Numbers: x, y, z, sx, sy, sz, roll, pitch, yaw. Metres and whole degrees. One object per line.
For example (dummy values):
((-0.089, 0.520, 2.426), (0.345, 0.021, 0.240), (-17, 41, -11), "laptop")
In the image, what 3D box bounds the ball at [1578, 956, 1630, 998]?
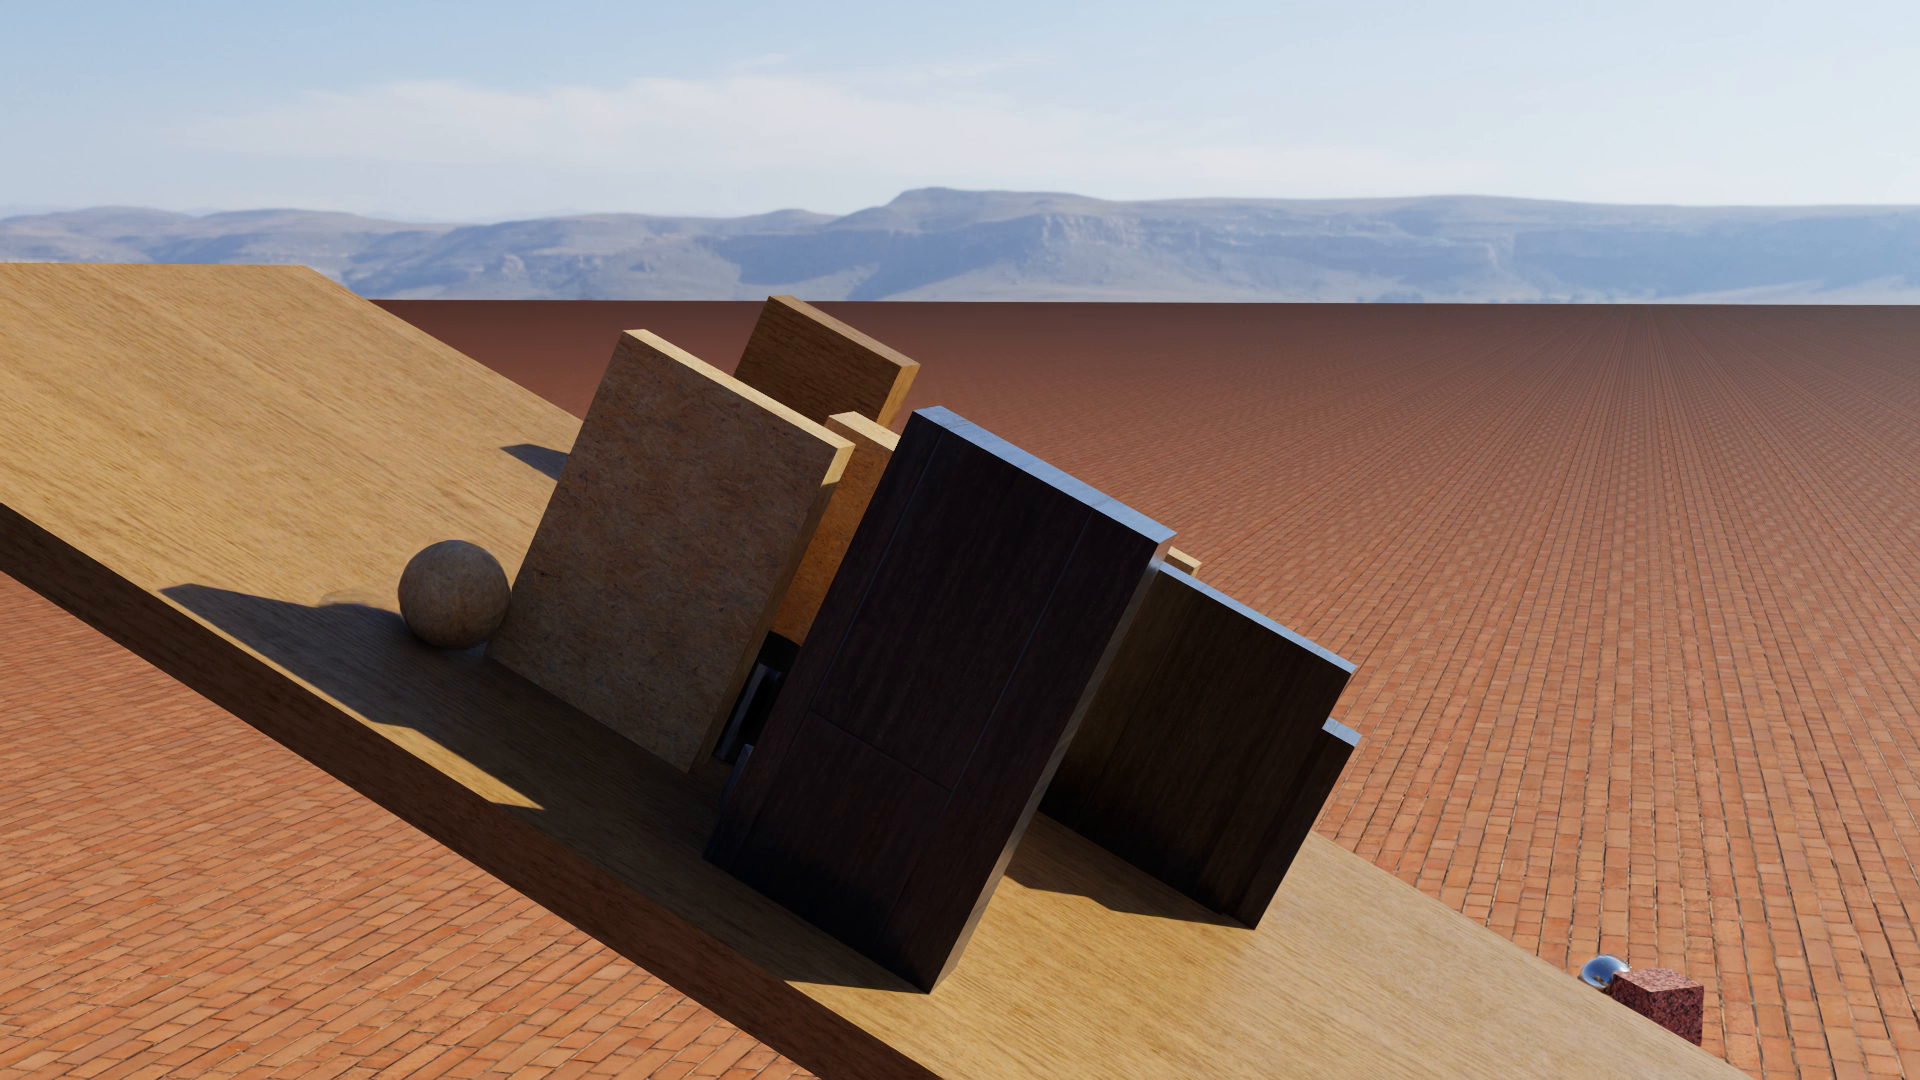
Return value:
((1.626, 1.117, 5.538), (0.137, 0.137, 0.137), (0, 7, 0), "ball")

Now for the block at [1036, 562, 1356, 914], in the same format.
((0.435, 0.373, 4.184), (0.427, 0.533, 0.083), (29, 14, 12), "block")

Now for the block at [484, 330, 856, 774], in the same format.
((-0.491, 0.018, 3.668), (0.417, 0.612, 0.083), (29, 14, 12), "block")

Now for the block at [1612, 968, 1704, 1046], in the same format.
((1.686, 1.136, 5.320), (0.150, 0.150, 0.150), (-2, 7, -18), "block")

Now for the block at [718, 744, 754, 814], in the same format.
((-0.313, 0.419, 3.564), (0.112, 0.112, 0.112), (21, 15, -20), "block")

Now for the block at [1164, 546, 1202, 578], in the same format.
((0.248, 0.190, 4.615), (0.324, 0.490, 0.081), (29, 14, 12), "block")

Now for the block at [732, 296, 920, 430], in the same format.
((-0.372, -0.256, 5.100), (0.355, 0.515, 0.138), (29, 14, 12), "block")

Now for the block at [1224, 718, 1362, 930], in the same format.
((0.505, 0.469, 4.214), (0.366, 0.409, 0.110), (29, 14, 12), "block")

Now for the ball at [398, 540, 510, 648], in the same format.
((-0.845, 0.091, 3.673), (0.182, 0.182, 0.182), (0, 7, 0), "ball")

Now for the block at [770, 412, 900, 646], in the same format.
((-0.229, 0.087, 3.947), (0.244, 0.581, 0.132), (29, 14, 12), "block")

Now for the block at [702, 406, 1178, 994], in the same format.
((-0.038, 0.240, 3.315), (0.410, 0.775, 0.132), (29, 14, 12), "block")

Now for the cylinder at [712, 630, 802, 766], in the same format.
((-0.366, 0.273, 3.843), (0.189, 0.189, 0.189), (24, 14, -6), "cylinder")

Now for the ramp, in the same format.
((-0.245, 0.412, 4.160), (4.000, 0.100, 2.000), (29, 14, 12), "ramp")
